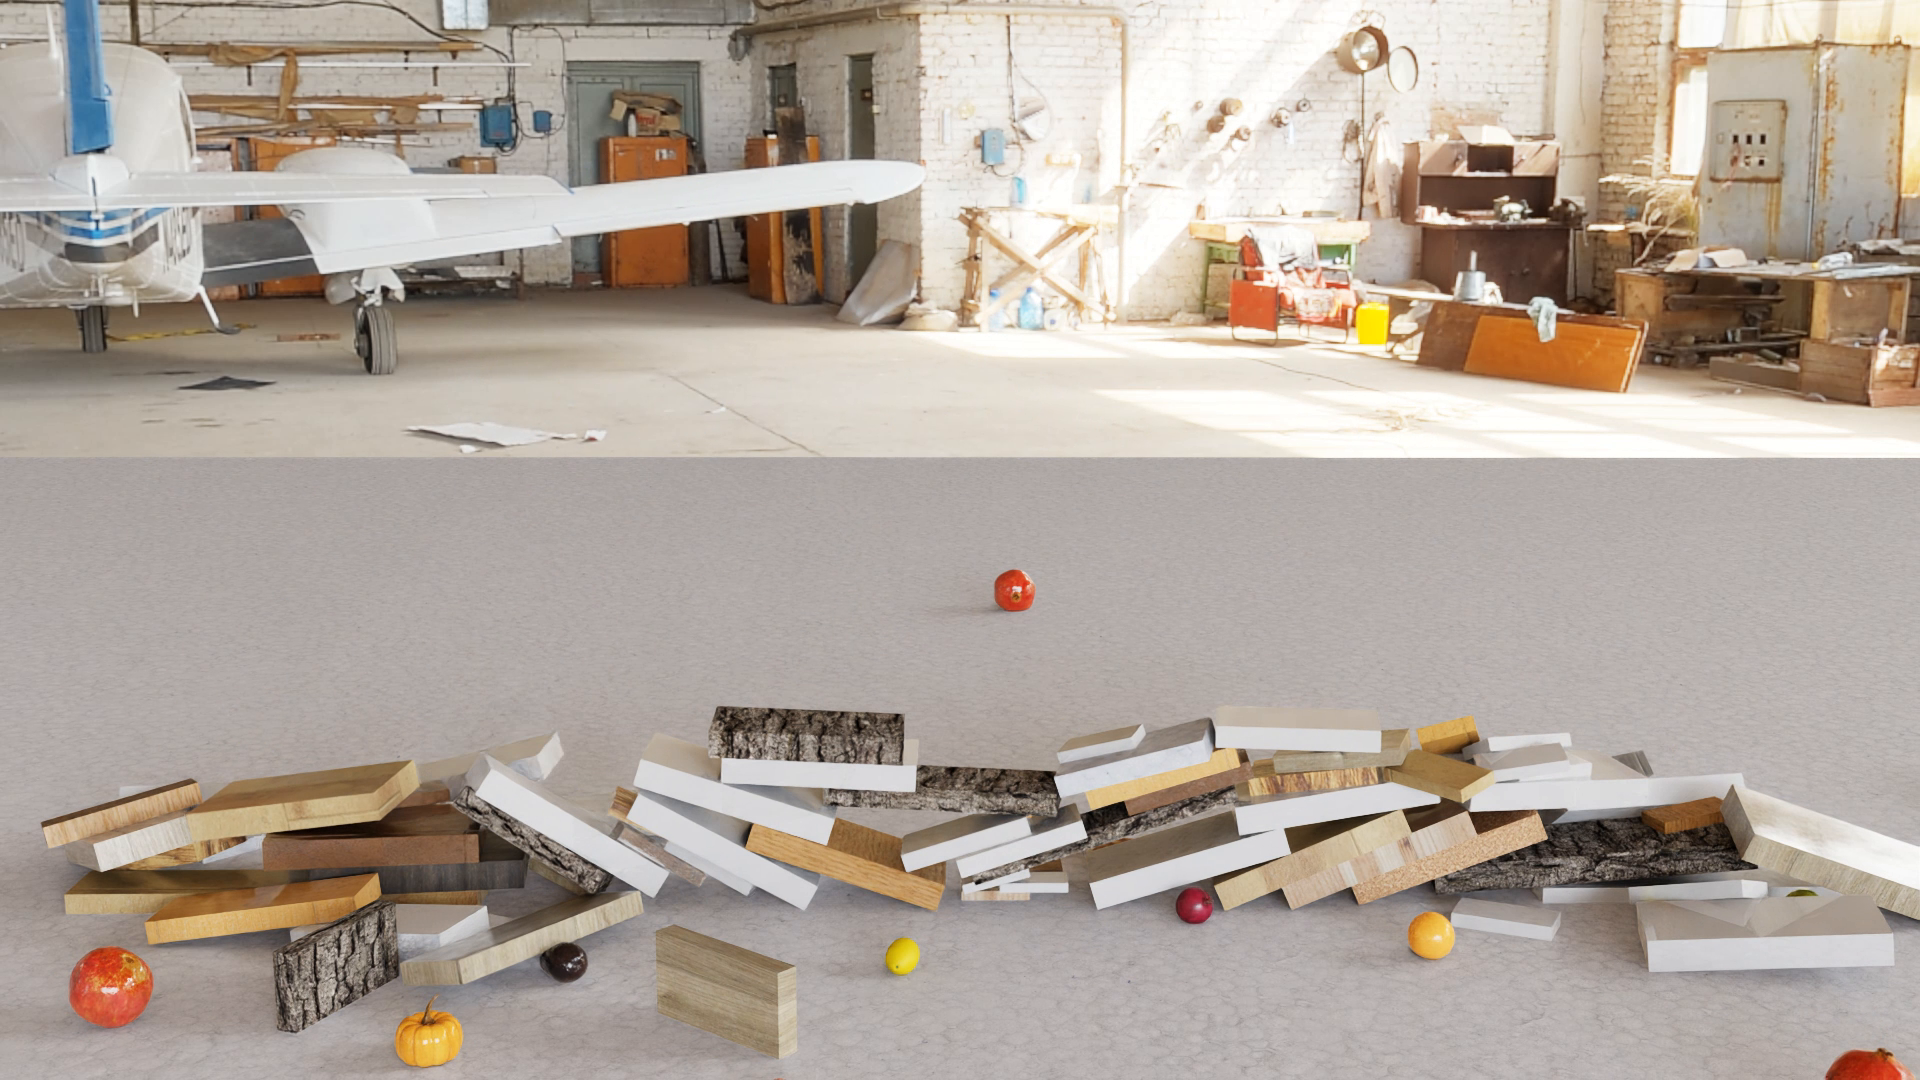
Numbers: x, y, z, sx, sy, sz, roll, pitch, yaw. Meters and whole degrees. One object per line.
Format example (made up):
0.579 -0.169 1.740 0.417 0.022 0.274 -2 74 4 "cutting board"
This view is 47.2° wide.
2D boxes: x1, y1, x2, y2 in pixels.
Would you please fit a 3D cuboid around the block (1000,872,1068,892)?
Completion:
0.122 0.569 3.654 0.112 0.016 0.056 0 11 -1 "block"

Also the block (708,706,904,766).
-0.249 0.321 3.613 0.314 0.044 0.157 3 10 -2 "block"

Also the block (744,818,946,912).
-0.186 0.517 3.653 0.328 0.046 0.164 18 10 -3 "block"

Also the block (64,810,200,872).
-1.408 0.504 3.730 0.165 0.047 0.330 -17 5 -31 "block"

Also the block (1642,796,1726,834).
1.234 0.465 3.714 0.141 0.020 0.071 -9 11 -13 "block"

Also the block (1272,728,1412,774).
0.627 0.346 3.604 0.207 0.029 0.104 -6 10 22 "block"

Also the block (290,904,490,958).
-0.883 0.605 3.410 0.268 0.038 0.134 -2 9 20 "block"

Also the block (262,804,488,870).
-0.961 0.489 3.635 0.340 0.048 0.170 -1 11 -7 "block"

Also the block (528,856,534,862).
-0.757 0.544 3.852 0.065 0.018 0.131 9 12 37 "block"

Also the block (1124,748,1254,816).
0.375 0.395 3.631 0.213 0.030 0.107 -17 9 5 "block"

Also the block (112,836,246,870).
-1.344 0.529 3.738 0.234 0.033 0.117 -12 4 25 "block"

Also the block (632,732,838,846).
-0.365 0.409 3.636 0.328 0.046 0.164 18 10 -3 "block"

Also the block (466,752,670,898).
-0.649 0.469 3.630 0.340 0.048 0.170 34 -6 -17 "block"

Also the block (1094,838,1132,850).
0.303 0.544 3.813 0.135 0.019 0.068 7 21 16 "block"

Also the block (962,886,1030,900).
0.059 0.583 3.664 0.113 0.016 0.056 0 11 -1 "block"

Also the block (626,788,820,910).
-0.386 0.493 3.651 0.328 0.046 0.164 28 9 -5 "block"

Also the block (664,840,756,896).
-0.410 0.538 3.683 0.160 0.023 0.080 28 10 6 "block"

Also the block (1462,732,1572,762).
0.925 0.344 3.654 0.158 0.022 0.079 -1 -17 -20 "block"

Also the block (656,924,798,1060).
-0.331 0.633 3.095 0.248 0.124 0.035 9 14 40 "block"

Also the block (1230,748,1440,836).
0.611 0.414 3.626 0.327 0.046 0.163 -10 9 3 "block"

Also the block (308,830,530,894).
-0.893 0.535 3.653 0.340 0.048 0.170 -1 11 -8 "block"

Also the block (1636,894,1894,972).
1.227 0.601 3.369 0.348 0.049 0.174 -4 9 13 "block"

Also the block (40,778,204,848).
-1.434 0.466 3.762 0.253 0.036 0.126 -16 4 -24 "block"

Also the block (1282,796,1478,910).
0.684 0.506 3.649 0.323 0.046 0.162 -23 9 7 "block"

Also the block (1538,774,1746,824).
1.175 0.465 3.832 0.335 0.047 0.167 -2 -25 -11 "block"

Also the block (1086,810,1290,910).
0.375 0.520 3.652 0.327 0.046 0.163 -17 9 4 "block"

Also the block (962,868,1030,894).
0.059 0.556 3.643 0.112 0.016 0.056 -15 10 1 "block"

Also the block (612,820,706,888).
-0.503 0.524 3.677 0.160 0.023 0.080 33 -6 -14 "block"

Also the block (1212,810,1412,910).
0.574 0.505 3.644 0.327 0.046 0.163 -23 9 5 "block"

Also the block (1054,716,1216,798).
0.288 0.355 3.602 0.253 0.036 0.126 -16 9 16 "block"

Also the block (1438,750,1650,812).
0.958 0.399 3.660 0.323 0.046 0.162 0 12 -16 "block"

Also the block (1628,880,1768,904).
1.180 0.565 3.517 0.189 0.027 0.094 -13 -17 41 "block"

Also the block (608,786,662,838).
-0.506 0.465 3.669 0.160 0.023 0.080 25 10 -10 "block"

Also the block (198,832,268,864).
-1.302 0.537 3.895 0.074 0.021 0.148 8 13 36 "block"
